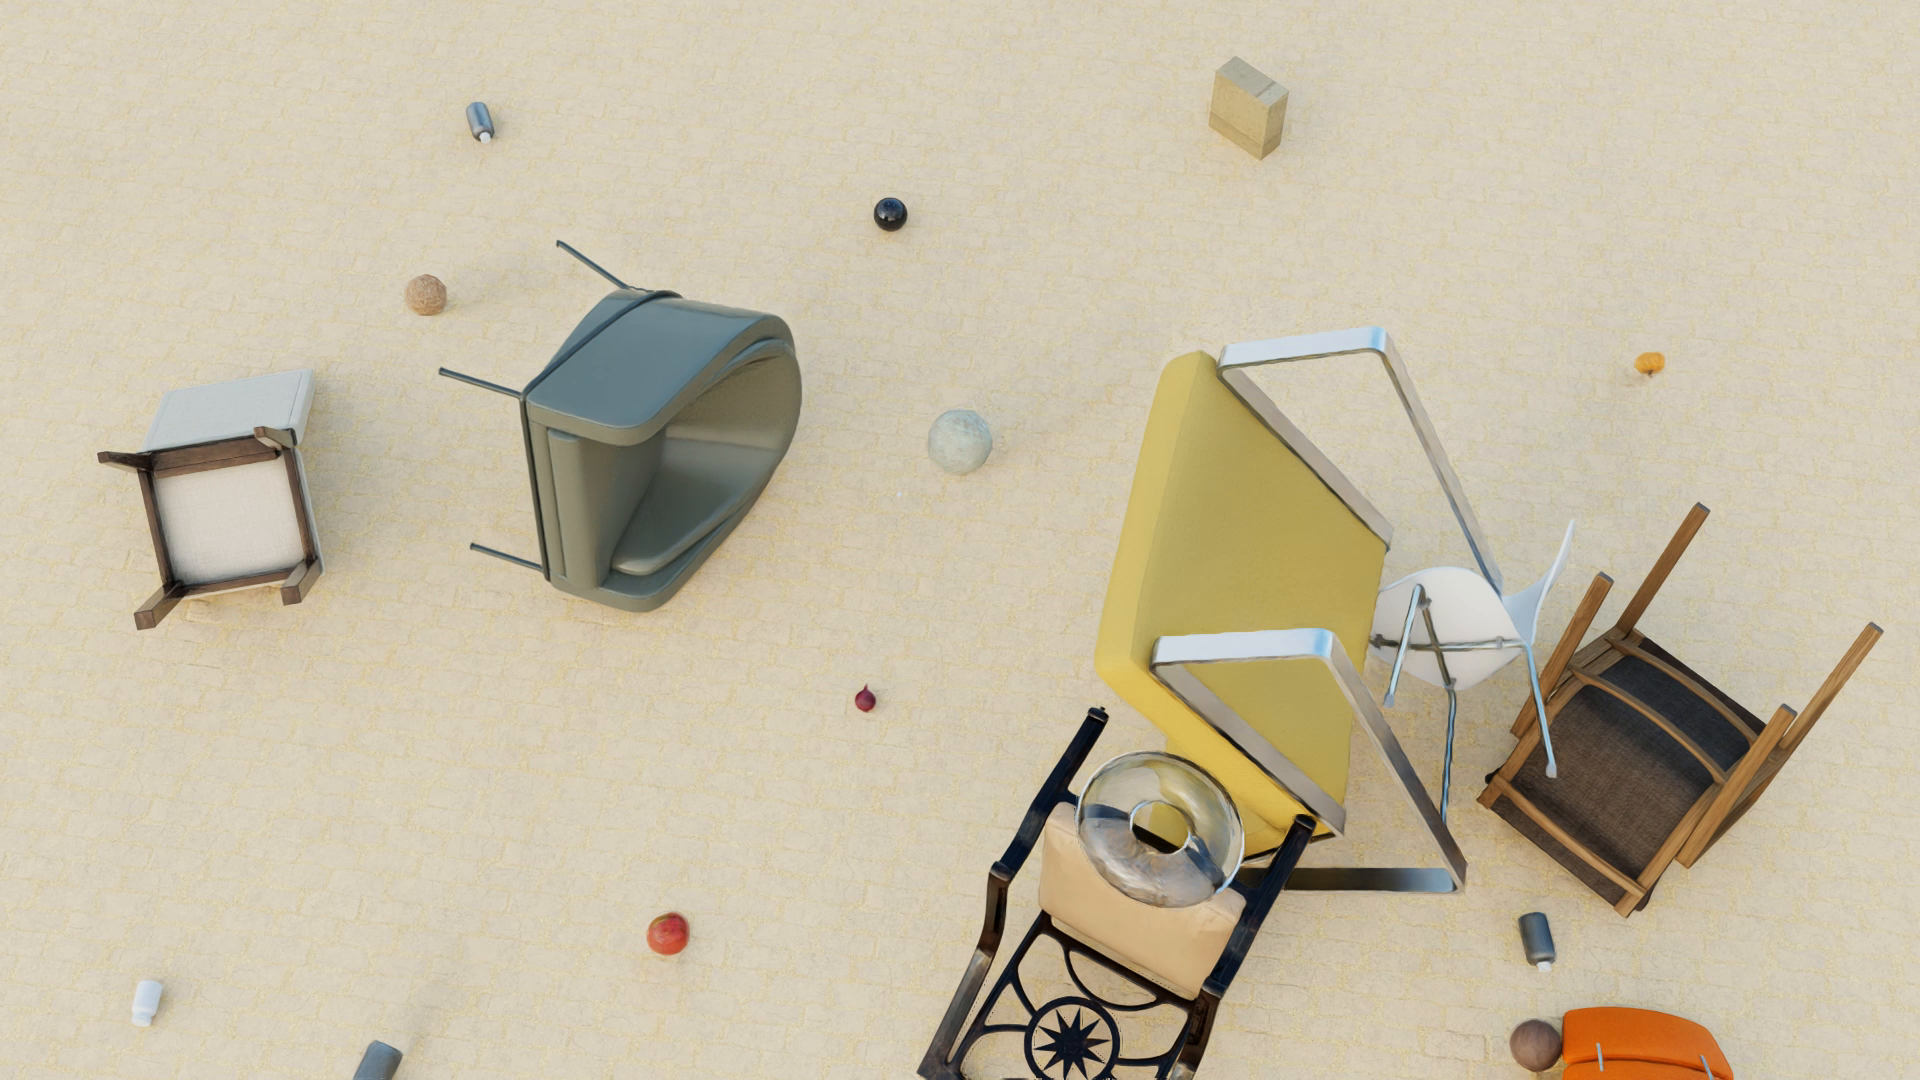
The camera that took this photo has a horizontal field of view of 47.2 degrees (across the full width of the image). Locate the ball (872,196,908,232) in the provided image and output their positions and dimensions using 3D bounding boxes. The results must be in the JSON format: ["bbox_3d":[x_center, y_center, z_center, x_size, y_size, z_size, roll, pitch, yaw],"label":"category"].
[{"bbox_3d":[-0.229,-1.069,7.222,0.115,0.115,0.115,0,56,0],"label":"ball"}]

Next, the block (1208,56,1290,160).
[{"bbox_3d":[0.969,-1.451,7.393,0.233,0.256,0.102,39,64,23],"label":"block"}]

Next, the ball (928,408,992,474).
[{"bbox_3d":[0.000,-0.298,6.656,0.197,0.197,0.197,0,56,0],"label":"ball"}]

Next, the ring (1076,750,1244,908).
[{"bbox_3d":[0.482,0.694,5.296,0.424,0.126,0.364,36,77,18],"label":"ring"}]

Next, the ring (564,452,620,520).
[{"bbox_3d":[-1.113,-0.165,6.655,0.114,0.050,0.280,21,58,13],"label":"ring"}]

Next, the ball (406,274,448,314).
[{"bbox_3d":[-1.703,-0.783,7.022,0.128,0.128,0.128,0,56,0],"label":"ball"}]
